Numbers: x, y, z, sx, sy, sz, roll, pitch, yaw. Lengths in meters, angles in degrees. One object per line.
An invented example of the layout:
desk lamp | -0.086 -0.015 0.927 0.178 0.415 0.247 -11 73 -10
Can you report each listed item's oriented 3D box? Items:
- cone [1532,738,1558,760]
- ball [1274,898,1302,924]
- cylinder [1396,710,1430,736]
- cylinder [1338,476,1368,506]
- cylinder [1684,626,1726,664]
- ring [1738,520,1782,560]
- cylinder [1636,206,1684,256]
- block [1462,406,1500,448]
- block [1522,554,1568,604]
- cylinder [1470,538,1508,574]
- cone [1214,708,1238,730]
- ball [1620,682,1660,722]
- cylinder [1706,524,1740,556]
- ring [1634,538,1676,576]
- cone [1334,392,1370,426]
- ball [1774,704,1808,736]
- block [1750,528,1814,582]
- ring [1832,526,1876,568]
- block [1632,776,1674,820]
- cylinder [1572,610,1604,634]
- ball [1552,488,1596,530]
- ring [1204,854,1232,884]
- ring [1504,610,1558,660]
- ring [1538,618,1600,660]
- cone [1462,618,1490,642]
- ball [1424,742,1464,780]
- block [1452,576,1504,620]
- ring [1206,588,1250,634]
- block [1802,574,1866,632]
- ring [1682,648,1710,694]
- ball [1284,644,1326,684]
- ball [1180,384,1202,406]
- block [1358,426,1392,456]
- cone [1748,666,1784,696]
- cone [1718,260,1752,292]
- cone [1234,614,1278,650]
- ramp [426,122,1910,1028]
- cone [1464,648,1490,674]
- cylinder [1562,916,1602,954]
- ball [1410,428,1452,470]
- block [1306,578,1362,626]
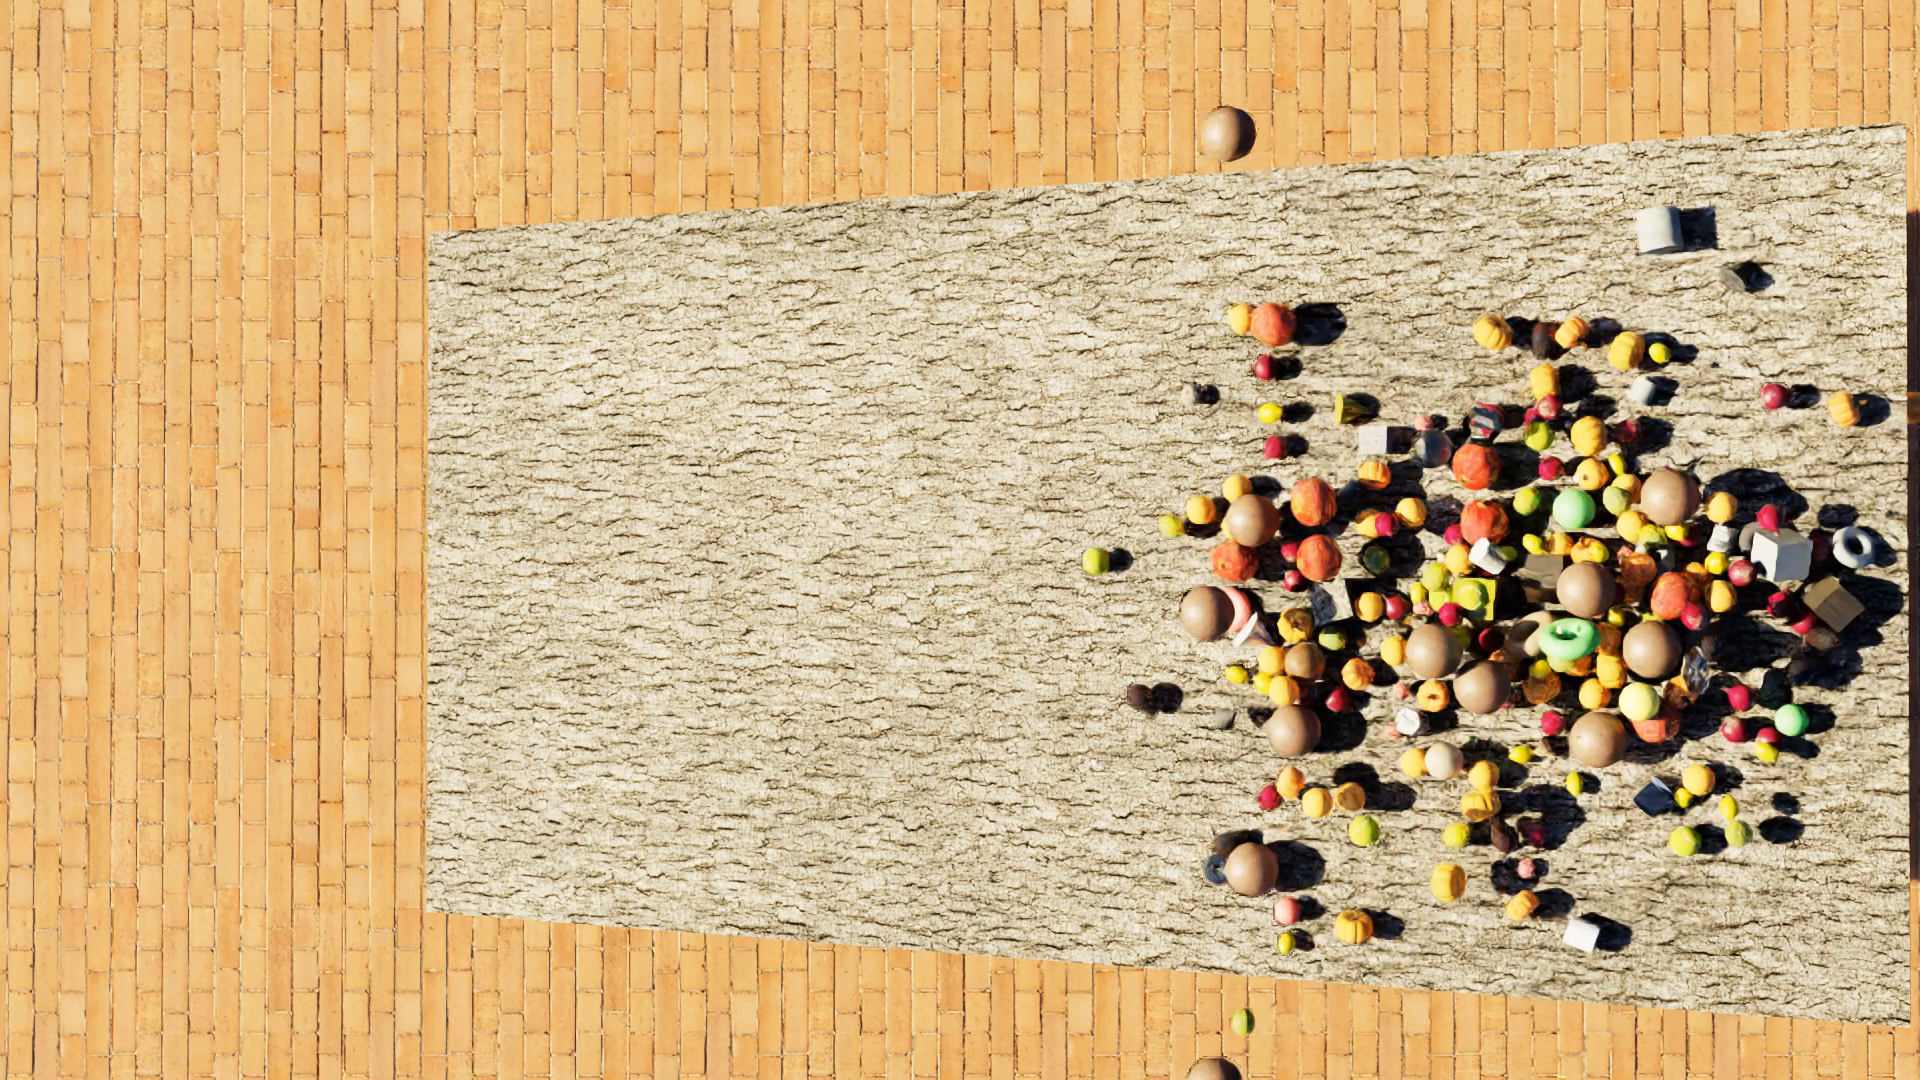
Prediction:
cone | 1.374 0.496 5.137 0.052 0.052 0.052 39 89 17
ball | 0.801 0.907 5.376 0.066 0.066 0.066 0 89 0
cylinder | 1.081 0.437 5.254 0.060 0.060 0.060 -8 76 34
cylinder | 0.953 -0.117 5.329 0.053 0.053 0.053 38 104 0
cylinder | 1.689 0.236 4.983 0.083 0.083 0.083 0 89 24
ring | 1.806 0.002 4.954 0.100 0.033 0.100 3 103 13
cylinder | 1.599 -0.708 5.027 0.094 0.094 0.094 -7 86 0
block | 1.197 -0.260 5.051 0.061 0.061 0.061 9 55 -12
block | 1.362 0.091 5.112 0.084 0.084 0.084 2 64 25
cylinder | 1.234 0.039 5.129 0.063 0.063 0.063 26 89 -23
cone | 0.666 0.430 5.404 0.057 0.057 0.057 13 60 -24
ball | 1.528 0.364 4.944 0.088 0.088 0.088 0 89 0
cylinder | 1.727 0.000 4.979 0.059 0.059 0.059 19 85 0
ring | 1.595 0.039 5.046 0.092 0.031 0.092 -1 81 8
cone | 0.958 -0.316 5.338 0.080 0.080 0.080 3 89 -3
ball | 1.858 0.402 4.912 0.072 0.072 0.072 0 89 0
block | 1.819 0.034 4.872 0.088 0.088 0.088 -5 111 -14
ring | 1.977 0.017 4.863 0.100 0.033 0.100 3 63 -6
block | 1.587 0.589 5.033 0.063 0.063 0.063 43 112 10
cylinder | 1.450 0.200 5.093 0.072 0.072 0.072 0 91 21
ball | 1.424 -0.071 5.096 0.096 0.096 0.096 0 89 0
ring | 0.641 0.819 5.471 0.076 0.025 0.076 0 90 25
ring | 1.331 0.221 5.115 0.144 0.144 0.048 -40 106 0
ring | 1.381 0.224 4.981 0.136 0.136 0.045 -15 117 0
cone | 1.235 0.200 5.214 0.060 0.060 0.060 -26 89 -10
ball | 1.143 0.521 5.187 0.091 0.091 0.091 0 89 0
block | 1.220 0.138 5.184 0.096 0.096 0.096 5 91 24
ring | 0.667 0.174 5.460 0.114 0.038 0.114 0 89 24
block | 1.931 0.139 4.862 0.081 0.081 0.081 40 106 -11
ring | 1.609 0.286 4.807 0.036 0.107 0.107 -19 89 24
ball | 0.837 0.301 5.344 0.100 0.100 0.100 0 89 0
ball | 0.579 -0.361 5.496 0.055 0.055 0.055 0 89 0
block | 1.001 -0.240 5.301 0.067 0.067 0.067 0 90 24
cone | 1.803 0.303 4.959 0.073 0.073 0.073 -44 46 0
cone | 1.771 -0.612 4.984 0.072 0.072 0.072 45 79 0
cone | 0.744 0.247 5.422 0.097 0.097 0.097 32 89 -7
ramp | 0.283 0.084 5.706 4.000 0.100 2.000 0 89 24
cone | 1.237 0.274 5.209 0.062 0.062 0.062 -42 89 -16
cylinder | 1.441 0.912 5.090 0.068 0.068 0.068 21 89 23
ball | 1.120 -0.217 5.226 0.099 0.099 0.099 0 89 0
block | 0.907 0.149 5.324 0.094 0.094 0.094 -15 83 23
